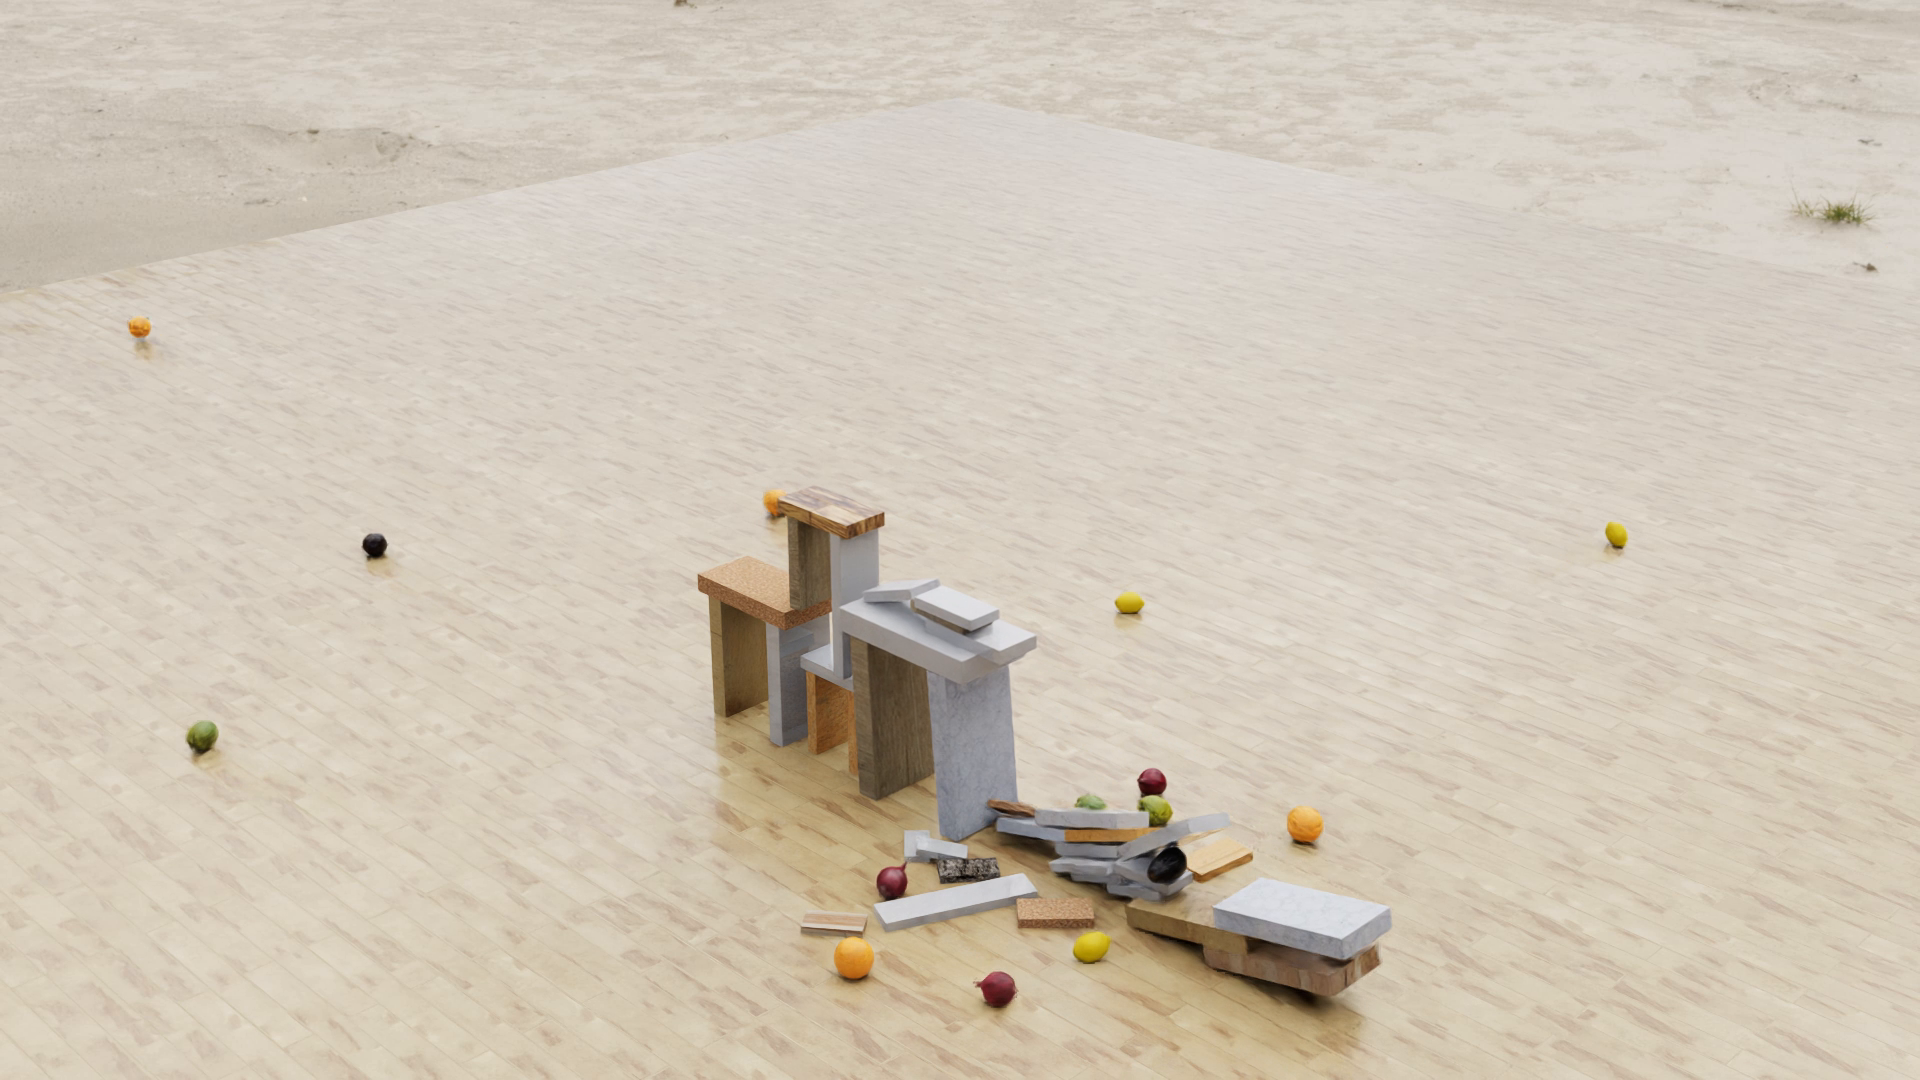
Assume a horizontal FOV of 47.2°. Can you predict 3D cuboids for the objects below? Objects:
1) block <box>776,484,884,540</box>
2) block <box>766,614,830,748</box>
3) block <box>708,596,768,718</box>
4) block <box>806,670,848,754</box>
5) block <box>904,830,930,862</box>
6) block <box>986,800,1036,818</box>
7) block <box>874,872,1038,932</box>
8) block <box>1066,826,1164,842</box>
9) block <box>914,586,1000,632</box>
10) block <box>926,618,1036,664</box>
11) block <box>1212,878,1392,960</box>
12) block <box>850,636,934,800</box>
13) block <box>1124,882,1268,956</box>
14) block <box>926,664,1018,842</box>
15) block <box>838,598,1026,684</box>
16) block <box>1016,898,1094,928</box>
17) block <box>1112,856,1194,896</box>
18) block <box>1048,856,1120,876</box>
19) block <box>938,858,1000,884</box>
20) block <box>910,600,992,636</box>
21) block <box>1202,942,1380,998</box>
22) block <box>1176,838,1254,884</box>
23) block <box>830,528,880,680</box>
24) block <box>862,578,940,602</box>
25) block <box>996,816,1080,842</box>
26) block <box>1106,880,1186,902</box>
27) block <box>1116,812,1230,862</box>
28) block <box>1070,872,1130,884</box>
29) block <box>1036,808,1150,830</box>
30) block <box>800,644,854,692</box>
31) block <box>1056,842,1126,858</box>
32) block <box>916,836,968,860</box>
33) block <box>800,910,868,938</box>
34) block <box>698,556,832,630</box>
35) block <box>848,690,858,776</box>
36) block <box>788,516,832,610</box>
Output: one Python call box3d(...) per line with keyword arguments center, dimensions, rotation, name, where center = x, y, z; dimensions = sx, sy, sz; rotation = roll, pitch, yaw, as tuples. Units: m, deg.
box3d(center=(-0.264, -0.058, 4.483), dimensions=(0.211, 0.030, 0.105), rotation=(21, 31, 41), name="block")
box3d(center=(-0.344, 0.287, 4.717), dimensions=(0.041, 0.286, 0.143), rotation=(21, 31, 41), name="block")
box3d(center=(-0.479, 0.235, 4.842), dimensions=(0.041, 0.286, 0.143), rotation=(21, 31, 41), name="block")
box3d(center=(-0.280, 0.353, 4.685), dimensions=(0.027, 0.192, 0.096), rotation=(21, 31, 41), name="block")
box3d(center=(-0.084, 0.602, 4.324), dimensions=(0.050, 0.014, 0.099), rotation=(0, 23, -1), name="block")
box3d(center=(0.108, 0.535, 4.369), dimensions=(0.099, 0.014, 0.049), rotation=(5, -18, 37), name="block")
box3d(center=(-0.008, 0.681, 4.131), dimensions=(0.304, 0.020, 0.070), rotation=(-9, 25, -20), name="block")
box3d(center=(0.295, 0.562, 4.197), dimensions=(0.171, 0.024, 0.085), rotation=(-7, -7, 41), name="block")
box3d(center=(-0.006, 0.131, 4.257), dimensions=(0.078, 0.022, 0.156), rotation=(-21, 30, -40), name="block")
box3d(center=(0.040, 0.181, 4.260), dimensions=(0.101, 0.029, 0.203), rotation=(-21, 30, -40), name="block")
box3d(center=(0.598, 0.661, 3.851), dimensions=(0.141, 0.040, 0.282), rotation=(-21, 18, -40), name="block")
box3d(center=(-0.134, 0.339, 4.509), dimensions=(0.176, 0.352, 0.050), rotation=(-21, 28, -41), name="block")
box3d(center=(0.455, 0.685, 4.016), dimensions=(0.141, 0.040, 0.282), rotation=(-21, 18, -41), name="block")
box3d(center=(0.027, 0.401, 4.362), dimensions=(0.176, 0.352, 0.050), rotation=(-21, 25, -41), name="block")
box3d(center=(-0.058, 0.182, 4.361), dimensions=(0.176, 0.050, 0.352), rotation=(-21, 31, -40), name="block")
box3d(center=(0.177, 0.695, 4.097), dimensions=(0.140, 0.020, 0.070), rotation=(0, 23, -1), name="block")
box3d(center=(0.359, 0.618, 4.093), dimensions=(0.069, 0.020, 0.139), rotation=(-21, 26, -39), name="block")
box3d(center=(0.244, 0.618, 4.195), dimensions=(0.058, 0.016, 0.152), rotation=(-16, 8, -42), name="block")
box3d(center=(0.016, 0.637, 4.238), dimensions=(0.115, 0.016, 0.058), rotation=(-3, 23, -6), name="block")
box3d(center=(-0.017, 0.140, 4.294), dimensions=(0.078, 0.022, 0.156), rotation=(-19, 29, -38), name="block")
box3d(center=(0.585, 0.734, 3.897), dimensions=(0.141, 0.040, 0.282), rotation=(-21, 18, -41), name="block")
box3d(center=(0.494, 0.622, 4.270), dimensions=(0.140, 0.020, 0.070), rotation=(-17, 28, -35), name="block")
box3d(center=(-0.213, 0.122, 4.504), dimensions=(0.030, 0.318, 0.105), rotation=(21, 31, 41), name="block")
box3d(center=(-0.117, 0.101, 4.393), dimensions=(0.078, 0.022, 0.156), rotation=(-20, 9, -39), name="block")
box3d(center=(0.166, 0.567, 4.316), dimensions=(0.171, 0.024, 0.085), rotation=(4, 1, 40), name="block")
box3d(center=(0.347, 0.647, 4.120), dimensions=(0.069, 0.020, 0.139), rotation=(-20, 13, -38), name="block")
box3d(center=(0.392, 0.545, 4.038), dimensions=(0.101, 0.029, 0.203), rotation=(-3, -19, -38), name="block")
box3d(center=(0.284, 0.629, 4.188), dimensions=(0.139, 0.020, 0.069), rotation=(-6, 11, 46), name="block")
box3d(center=(0.255, 0.536, 4.240), dimensions=(0.202, 0.029, 0.101), rotation=(-3, -5, 43), name="block")
box3d(center=(-0.235, 0.269, 4.600), dimensions=(0.192, 0.027, 0.096), rotation=(21, 31, 41), name="block")
box3d(center=(0.273, 0.593, 4.230), dimensions=(0.085, 0.024, 0.171), rotation=(0, -4, -40), name="block")
box3d(center=(-0.036, 0.605, 4.292), dimensions=(0.099, 0.014, 0.049), rotation=(11, 22, -2), name="block")
box3d(center=(-0.232, 0.710, 4.066), dimensions=(0.115, 0.016, 0.058), rotation=(3, 23, 7), name="block")
box3d(center=(-0.416, 0.111, 4.714), dimensions=(0.286, 0.041, 0.143), rotation=(21, 31, 40), name="block")
box3d(center=(-0.190, 0.388, 4.601), dimensions=(0.027, 0.192, 0.096), rotation=(21, 31, 41), name="block")
box3d(center=(-0.309, 0.032, 4.579), dimensions=(0.030, 0.211, 0.105), rotation=(19, 29, 37), name="block")
